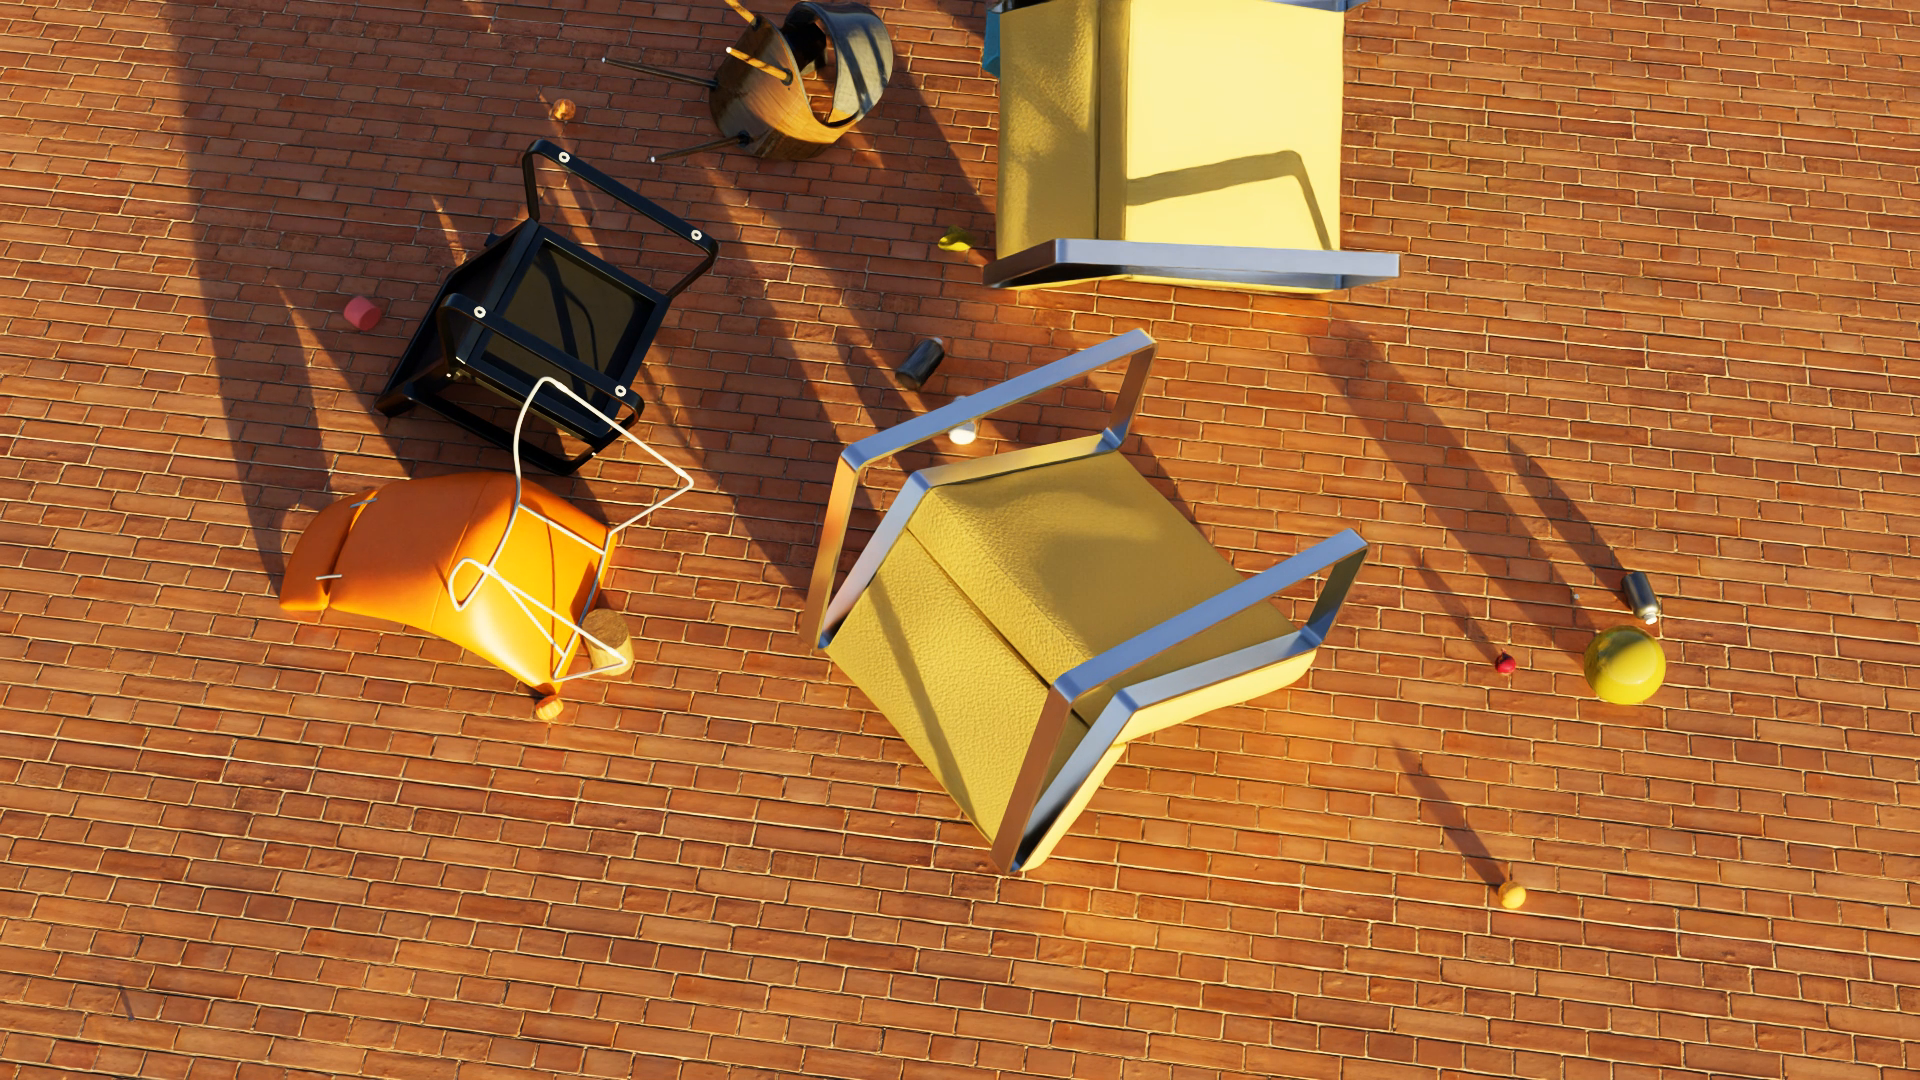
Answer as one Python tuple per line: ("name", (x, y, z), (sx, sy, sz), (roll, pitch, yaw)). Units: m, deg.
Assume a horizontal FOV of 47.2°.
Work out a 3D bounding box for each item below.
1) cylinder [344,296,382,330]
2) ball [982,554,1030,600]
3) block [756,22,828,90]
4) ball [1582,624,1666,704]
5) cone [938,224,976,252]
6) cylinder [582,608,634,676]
("cylinder", (-1.904, -0.722, 7.010), (0.072, 0.080, 0.089), (35, 69, 21))
("ball", (0.134, 0.107, 6.420), (0.137, 0.137, 0.137), (0, 56, 0))
("block", (-0.581, -1.676, 7.617), (0.232, 0.135, 0.080), (-27, 60, -17))
("ball", (1.873, 0.352, 6.202), (0.225, 0.225, 0.225), (0, 56, 0))
("cone", (-0.017, -1.011, 7.233), (0.127, 0.069, 0.119), (-9, 40, -4))
("cylinder", (-1.008, 0.292, 6.297), (0.125, 0.134, 0.149), (-30, 61, -18))
